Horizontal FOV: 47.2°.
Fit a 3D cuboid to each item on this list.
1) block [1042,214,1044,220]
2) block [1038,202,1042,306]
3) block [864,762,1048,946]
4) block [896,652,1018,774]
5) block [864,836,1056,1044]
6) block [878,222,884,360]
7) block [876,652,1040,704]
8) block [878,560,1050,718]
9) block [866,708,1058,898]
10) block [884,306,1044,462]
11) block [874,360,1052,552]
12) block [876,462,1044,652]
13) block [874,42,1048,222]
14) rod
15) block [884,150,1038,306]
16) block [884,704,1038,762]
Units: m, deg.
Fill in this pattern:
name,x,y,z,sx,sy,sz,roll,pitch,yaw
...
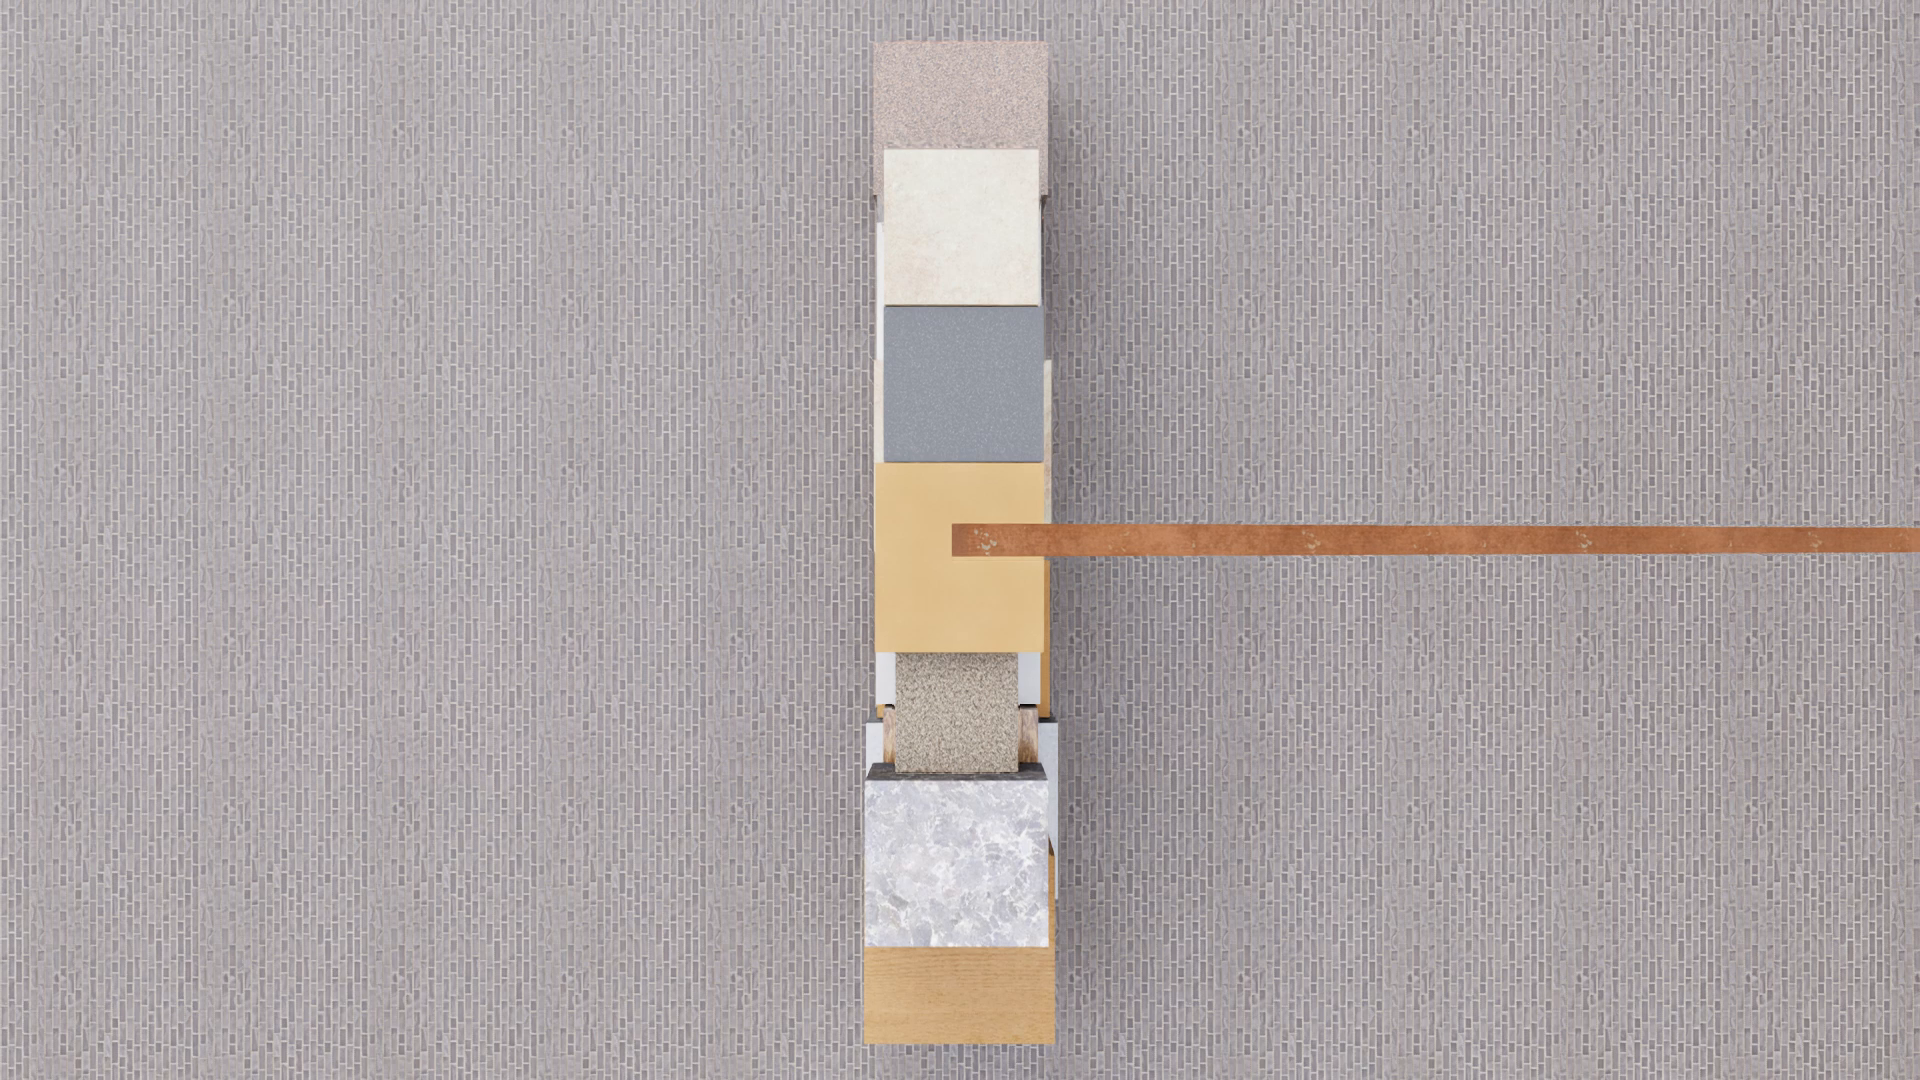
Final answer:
name,x,y,z,sx,sy,sz,roll,pitch,yaw
block,0.018,-2.251,12.533,0.879,0.934,0.968,0,90,0
block,0.018,-1.339,11.731,0.797,0.893,0.798,0,90,0
block,-0.015,1.490,10.549,0.843,0.900,0.760,0,90,0
block,-0.015,0.820,10.751,0.585,0.573,0.583,0,90,0
block,-0.002,2.050,11.446,0.954,0.893,0.941,0,90,0
block,-0.009,-1.281,12.589,0.901,0.822,0.951,0,90,0
block,-0.009,0.452,11.735,0.845,0.833,0.791,0,90,0
block,0.019,0.548,12.576,0.953,0.848,0.865,0,90,0
block,0.011,1.465,12.446,1.037,1.108,0.949,0,90,0
block,0.017,-0.741,10.772,0.758,0.771,0.746,0,91,0
block,0.013,-0.436,11.673,0.900,1.021,0.972,0,91,0
block,-0.002,0.079,10.746,0.793,0.846,0.890,0,91,0
block,0.004,-2.134,11.601,0.885,0.931,0.771,0,90,0
rod,2.234,0.000,6.590,5.200,0.080,0.080,0,90,-31
block,0.007,-1.488,10.730,0.724,0.836,0.722,0,93,0
block,0.004,1.210,11.464,0.779,0.855,0.716,0,90,0
